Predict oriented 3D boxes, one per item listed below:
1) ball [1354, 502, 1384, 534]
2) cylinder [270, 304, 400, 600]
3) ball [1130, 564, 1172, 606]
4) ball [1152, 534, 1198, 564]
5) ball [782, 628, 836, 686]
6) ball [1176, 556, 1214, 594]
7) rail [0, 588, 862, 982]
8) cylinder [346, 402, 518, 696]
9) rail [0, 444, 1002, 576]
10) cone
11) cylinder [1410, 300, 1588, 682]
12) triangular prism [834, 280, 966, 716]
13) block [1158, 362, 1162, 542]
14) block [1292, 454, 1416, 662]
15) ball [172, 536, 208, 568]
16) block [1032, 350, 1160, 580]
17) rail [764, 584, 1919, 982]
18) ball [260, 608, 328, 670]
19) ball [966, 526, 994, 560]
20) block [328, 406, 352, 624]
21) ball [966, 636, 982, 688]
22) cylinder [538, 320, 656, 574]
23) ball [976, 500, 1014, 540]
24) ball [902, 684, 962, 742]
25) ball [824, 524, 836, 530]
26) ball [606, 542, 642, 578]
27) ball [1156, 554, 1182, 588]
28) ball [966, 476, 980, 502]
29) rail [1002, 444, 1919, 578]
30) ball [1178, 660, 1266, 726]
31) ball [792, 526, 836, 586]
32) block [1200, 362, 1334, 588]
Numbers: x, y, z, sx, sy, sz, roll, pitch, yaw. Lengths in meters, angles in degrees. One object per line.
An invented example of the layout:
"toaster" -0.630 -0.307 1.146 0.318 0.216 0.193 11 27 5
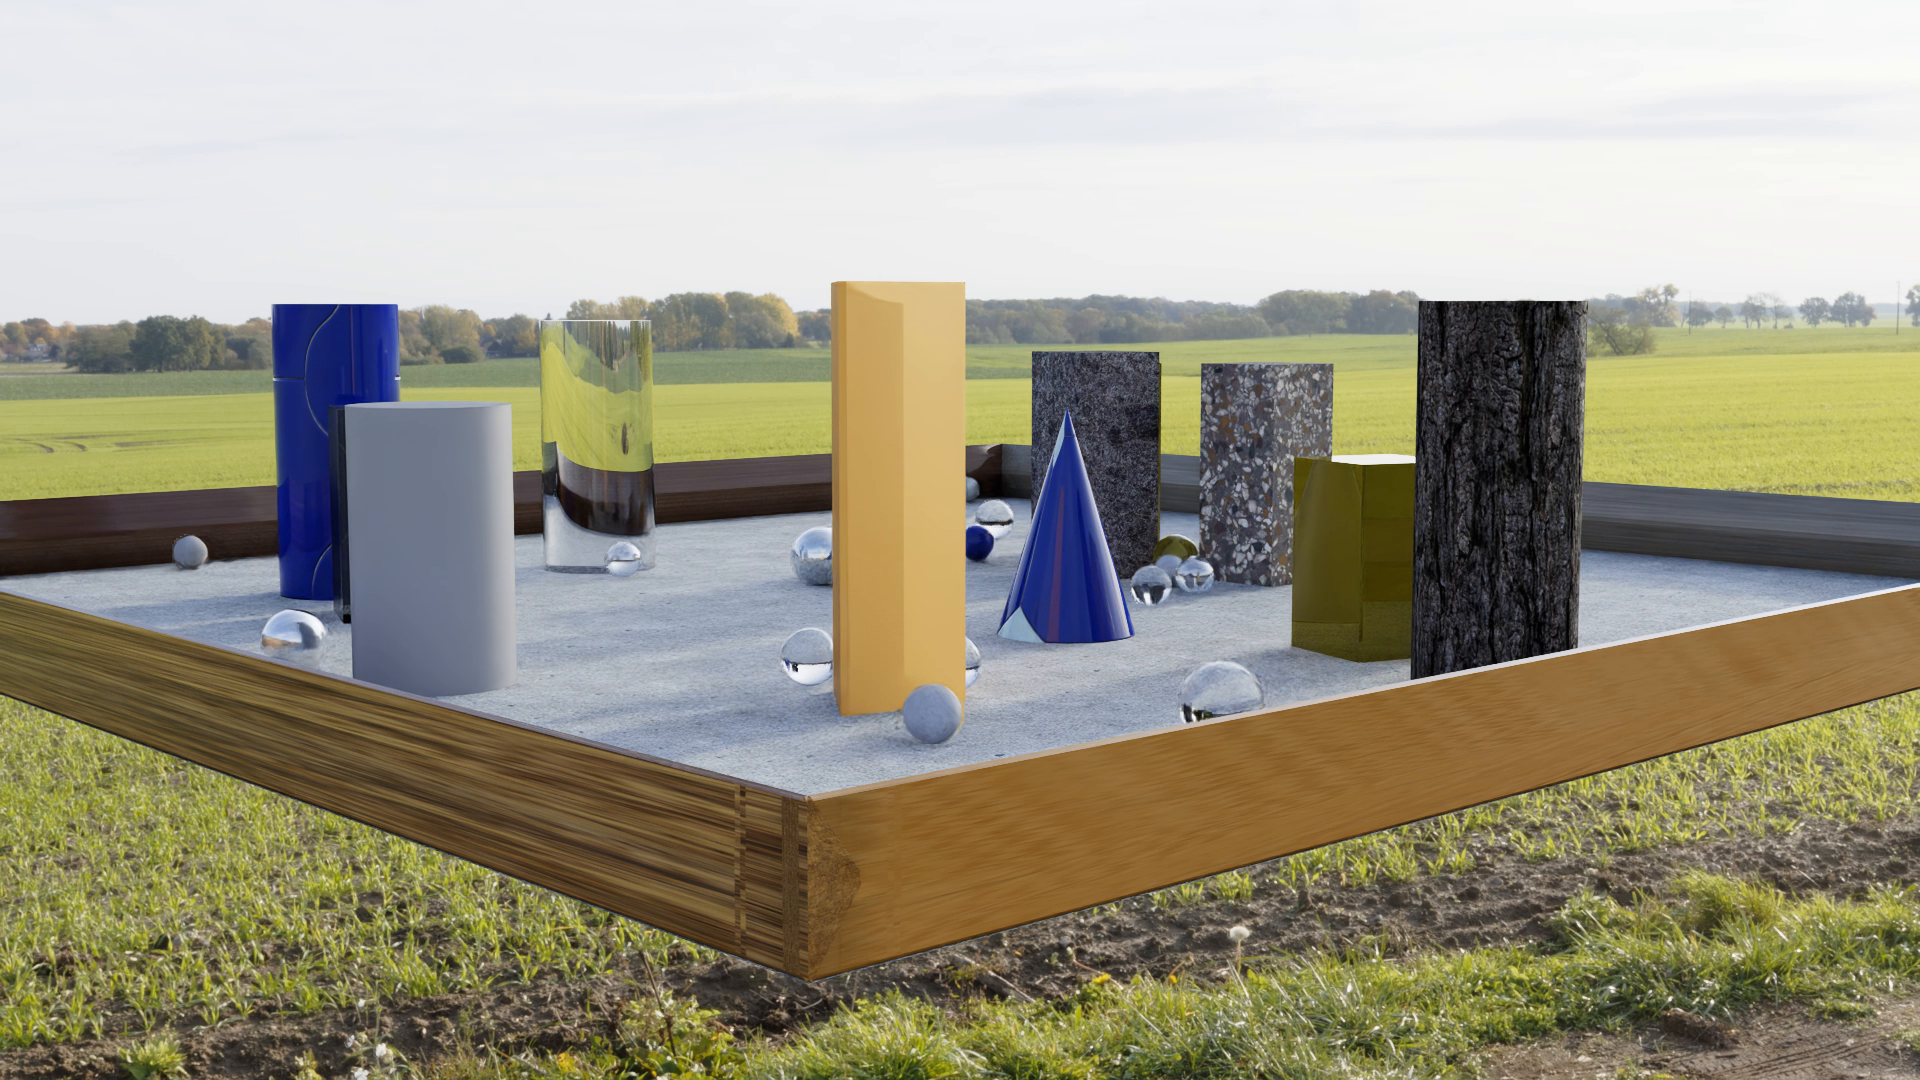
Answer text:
"ball" 0.811 -0.043 4.363 0.060 0.060 0.060 0 6 0
"cylinder" -0.969 -0.142 3.431 0.191 0.451 0.191 0 6 0
"ball" 0.287 0.068 3.302 0.062 0.062 0.062 0 6 0
"ball" 0.354 0.028 3.614 0.075 0.075 0.075 0 6 0
"ball" -0.178 0.138 2.603 0.068 0.068 0.068 0 6 0
"ball" 0.367 0.055 3.434 0.060 0.060 0.060 0 6 0
"rail" -0.981 0.127 2.432 0.045 0.124 2.650 -6 8 -42
"cylinder" -0.625 0.006 2.603 0.191 0.332 0.191 0 6 0
"rail" -0.882 -0.068 4.283 2.718 0.124 0.045 -6 8 -42
"cone" 0.146 -0.027 3.007 0.191 0.311 0.191 0 6 0
"cylinder" 0.628 -0.052 2.570 0.191 0.453 0.191 0 6 0
"triangular prism" -0.102 -0.054 2.490 0.165 0.473 0.143 -4 7 -36
"block" 0.260 -0.149 3.999 0.152 0.347 0.152 -3 7 -26
"block" 0.539 0.020 2.857 0.152 0.250 0.152 -3 7 -25
"ball" -1.320 0.021 3.770 0.056 0.056 0.056 0 6 0
"block" 0.224 -0.128 3.670 0.152 0.373 0.152 -3 7 -30
"rail" 0.882 0.132 2.381 2.718 0.124 0.045 -6 8 -42
"ball" -0.813 0.124 2.688 0.079 0.079 0.079 0 6 0
"ball" 0.029 0.005 3.887 0.063 0.063 0.063 0 6 0
"block" -0.829 -0.042 3.196 0.152 0.302 0.152 -2 6 -21
"ball" -0.010 0.142 2.552 0.070 0.070 0.070 0 6 0
"cylinder" -0.620 -0.163 3.765 0.191 0.423 0.191 0 6 0
"ball" 0.067 -0.039 4.249 0.075 0.075 0.075 0 6 0
"ball" -0.028 0.178 2.259 0.061 0.061 0.061 0 6 0
"ball" -0.208 0.017 3.666 0.087 0.087 0.087 0 6 0
"ball" -0.558 0.032 3.648 0.060 0.060 0.060 0 6 0
"ball" 0.336 0.050 3.501 0.054 0.054 0.054 0 6 0
"ball" 0.016 -0.117 5.059 0.060 0.060 0.060 0 6 0
"rail" 0.981 -0.063 4.233 0.045 0.124 2.650 -6 8 -42
"ball" 0.266 0.167 2.234 0.089 0.089 0.089 0 6 0
"ball" -0.223 0.027 3.532 0.095 0.095 0.095 0 6 0
"block" 0.502 -0.112 3.611 0.152 0.355 0.152 -6 8 -43
